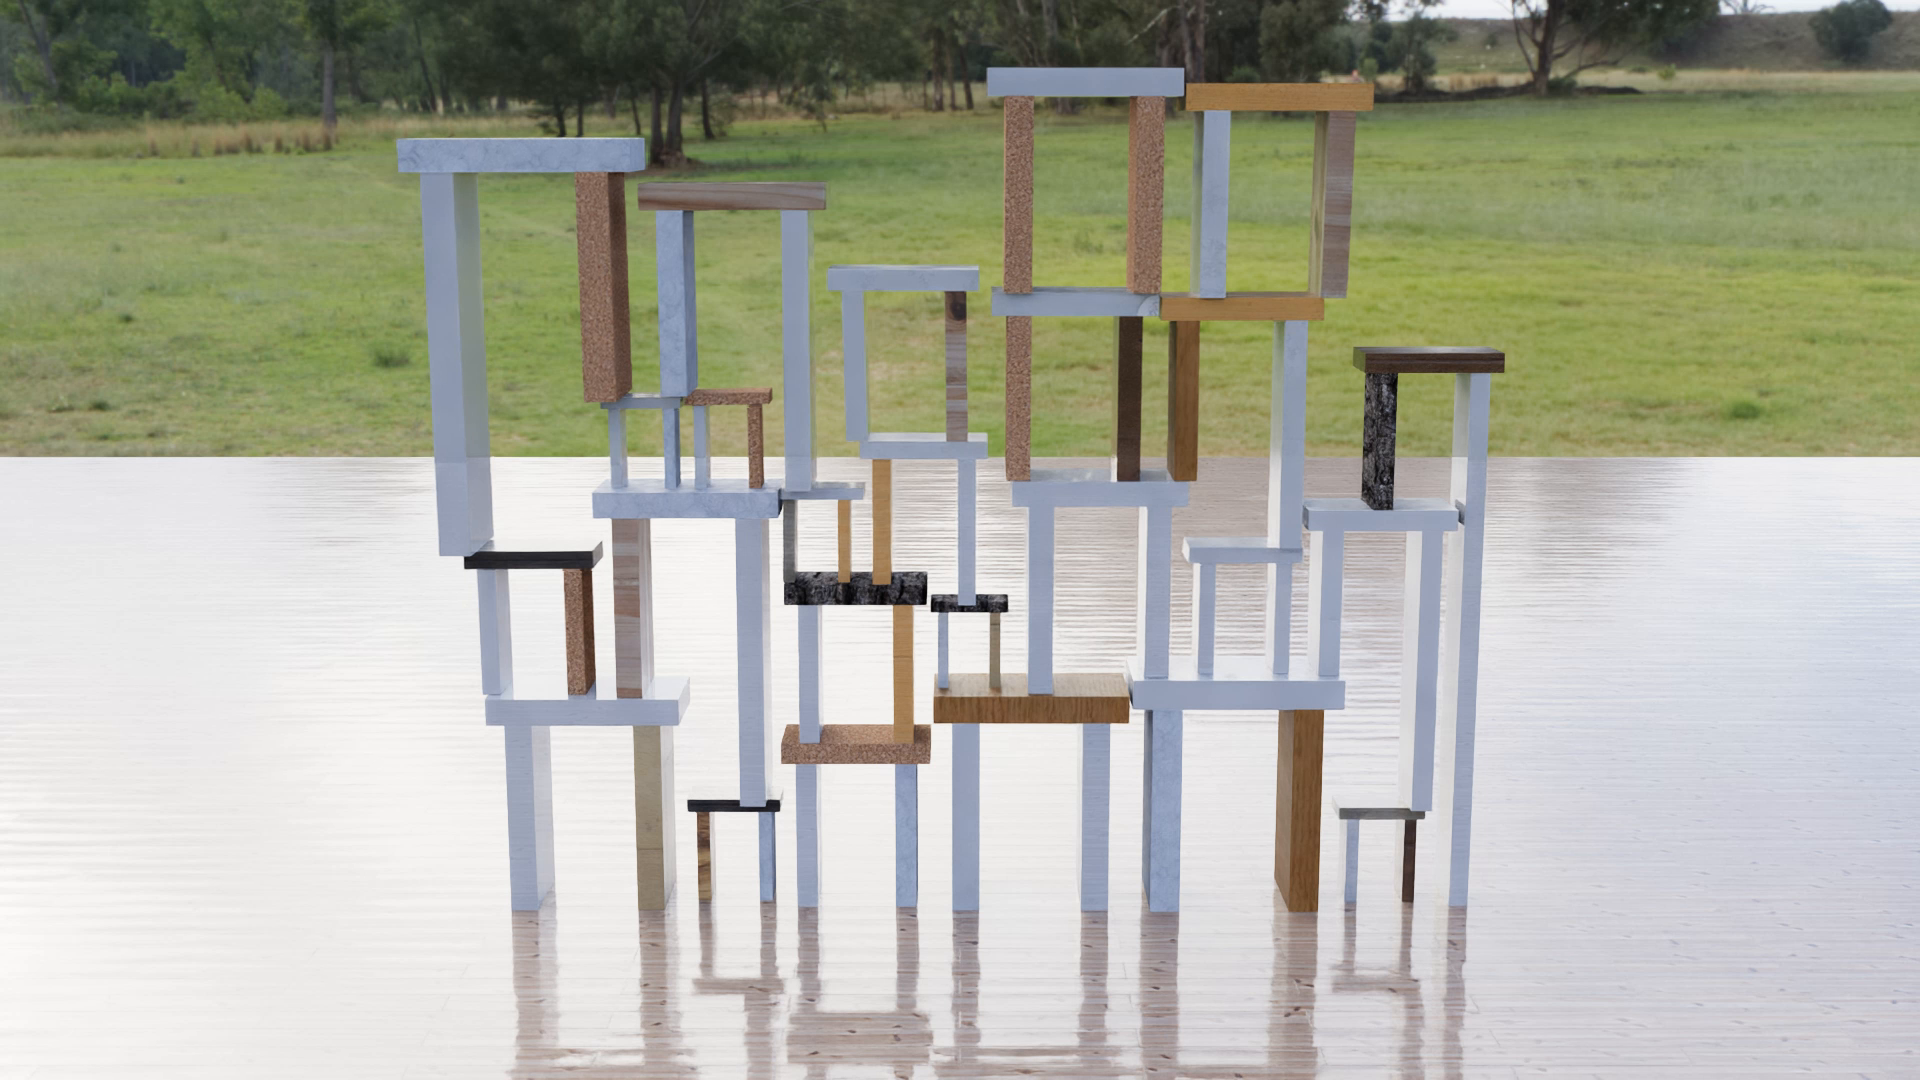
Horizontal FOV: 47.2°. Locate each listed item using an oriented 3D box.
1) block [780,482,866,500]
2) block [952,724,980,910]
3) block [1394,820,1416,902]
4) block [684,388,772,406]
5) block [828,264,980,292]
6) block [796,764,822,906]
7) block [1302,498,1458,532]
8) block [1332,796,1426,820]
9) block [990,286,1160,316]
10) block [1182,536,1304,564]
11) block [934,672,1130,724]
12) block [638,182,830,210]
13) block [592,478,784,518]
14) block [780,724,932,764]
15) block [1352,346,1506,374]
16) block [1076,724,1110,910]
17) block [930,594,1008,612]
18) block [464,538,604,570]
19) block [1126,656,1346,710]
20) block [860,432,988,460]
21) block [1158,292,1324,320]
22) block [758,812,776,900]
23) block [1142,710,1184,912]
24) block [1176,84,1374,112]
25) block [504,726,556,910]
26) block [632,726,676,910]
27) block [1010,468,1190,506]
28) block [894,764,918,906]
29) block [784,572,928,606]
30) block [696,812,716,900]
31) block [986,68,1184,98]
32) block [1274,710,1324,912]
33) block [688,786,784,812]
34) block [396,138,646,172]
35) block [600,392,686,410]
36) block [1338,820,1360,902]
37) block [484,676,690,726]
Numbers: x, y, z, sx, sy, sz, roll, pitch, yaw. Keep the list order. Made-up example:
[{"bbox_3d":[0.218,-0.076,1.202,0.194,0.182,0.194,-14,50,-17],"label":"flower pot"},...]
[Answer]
[{"bbox_3d":[-0.221,-0.079,3.543,0.134,0.019,0.067,0,10,0],"label":"block"},{"bbox_3d":[0.010,0.436,3.638,0.045,0.315,0.158,0,11,0],"label":"block"},{"bbox_3d":[0.739,0.521,3.652,0.020,0.141,0.071,0,11,0],"label":"block"},{"bbox_3d":[-0.369,-0.229,3.518,0.133,0.019,0.067,-1,10,0],"label":"block"},{"bbox_3d":[-0.088,-0.416,3.486,0.237,0.034,0.118,0,11,1],"label":"block"},{"bbox_3d":[-0.250,0.471,3.645,0.034,0.242,0.121,0,11,0],"label":"block"},{"bbox_3d":[0.673,-0.041,3.554,0.238,0.034,0.119,0,11,0],"label":"block"},{"bbox_3d":[0.692,0.442,3.637,0.141,0.020,0.071,0,11,0],"label":"block"},{"bbox_3d":[0.180,-0.379,3.491,0.261,0.037,0.130,0,11,0],"label":"block"},{"bbox_3d":[0.457,0.016,3.565,0.183,0.026,0.091,0,11,0],"label":"block"},{"bbox_3d":[0.115,0.259,3.605,0.315,0.045,0.158,0,11,0],"label":"block"},{"bbox_3d":[-0.353,-0.542,3.461,0.289,0.041,0.144,0,10,0],"label":"block"},{"bbox_3d":[-0.435,-0.068,3.548,0.293,0.042,0.147,0,11,0],"label":"block"},{"bbox_3d":[-0.169,0.335,3.620,0.242,0.034,0.121,0,11,0],"label":"block"},{"bbox_3d":[0.745,-0.287,3.503,0.219,0.031,0.109,0,11,0],"label":"block"},{"bbox_3d":[0.220,0.436,3.638,0.045,0.315,0.158,0,11,0],"label":"block"},{"bbox_3d":[0.015,0.103,3.582,0.126,0.018,0.063,0,11,0],"label":"block"},{"bbox_3d":[-0.690,0.023,3.565,0.207,0.029,0.103,0,11,0],"label":"block"},{"bbox_3d":[0.447,0.233,3.602,0.339,0.048,0.170,0,11,0],"label":"block"},{"bbox_3d":[-0.057,-0.151,3.530,0.202,0.029,0.101,0,11,1],"label":"block"},{"bbox_3d":[0.442,-0.372,3.495,0.254,0.036,0.127,0,11,0],"label":"block"},{"bbox_3d":[-0.320,0.514,3.660,0.022,0.152,0.076,0,11,0],"label":"block"},{"bbox_3d":[0.334,0.423,3.637,0.048,0.339,0.170,0,11,0],"label":"block"},{"bbox_3d":[0.489,-0.691,3.434,0.286,0.041,0.143,0,11,0],"label":"block"},{"bbox_3d":[-0.711,0.438,3.639,0.044,0.311,0.155,0,11,0],"label":"block"},{"bbox_3d":[-0.504,0.438,3.639,0.044,0.310,0.155,0,11,0],"label":"block"},{"bbox_3d":[0.223,-0.085,3.547,0.279,0.040,0.139,0,11,0],"label":"block"},{"bbox_3d":[-0.088,0.471,3.645,0.034,0.242,0.121,0,11,0],"label":"block"},{"bbox_3d":[-0.168,0.078,3.572,0.229,0.032,0.114,0,11,0],"label":"block"},{"bbox_3d":[-0.422,0.514,3.660,0.022,0.152,0.076,0,11,0],"label":"block"},{"bbox_3d":[0.191,-0.712,3.422,0.300,0.042,0.150,0,11,0],"label":"block"},{"bbox_3d":[0.560,0.423,3.637,0.048,0.339,0.170,0,11,0],"label":"block"},{"bbox_3d":[-0.371,0.429,3.644,0.152,0.022,0.076,0,11,0],"label":"block"},{"bbox_3d":[-0.682,-0.603,3.445,0.354,0.050,0.177,0,11,0],"label":"block"},{"bbox_3d":[-0.507,-0.223,3.519,0.128,0.018,0.064,-1,11,1],"label":"block"},{"bbox_3d":[0.645,0.521,3.652,0.020,0.141,0.071,0,11,0],"label":"block"},{"bbox_3d":[-0.607,0.263,3.607,0.310,0.044,0.155,0,11,0],"label":"block"}]
